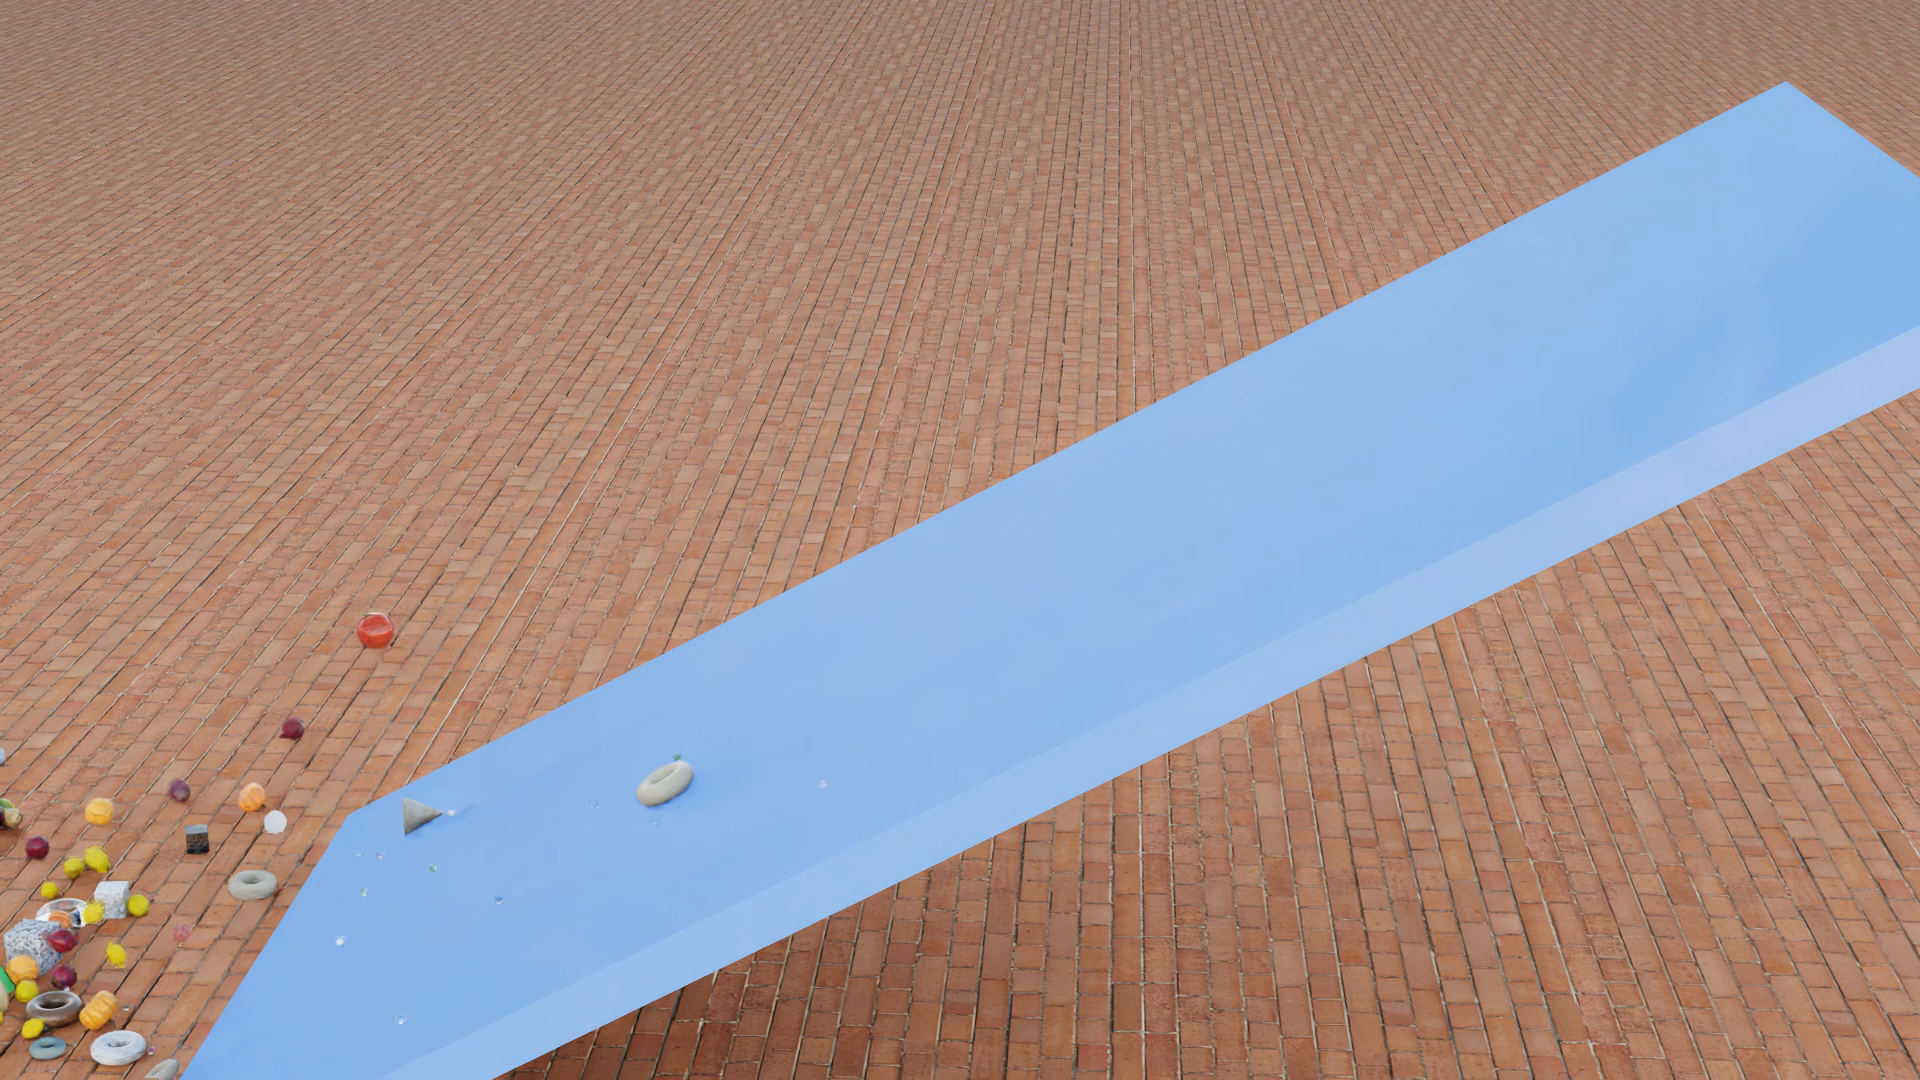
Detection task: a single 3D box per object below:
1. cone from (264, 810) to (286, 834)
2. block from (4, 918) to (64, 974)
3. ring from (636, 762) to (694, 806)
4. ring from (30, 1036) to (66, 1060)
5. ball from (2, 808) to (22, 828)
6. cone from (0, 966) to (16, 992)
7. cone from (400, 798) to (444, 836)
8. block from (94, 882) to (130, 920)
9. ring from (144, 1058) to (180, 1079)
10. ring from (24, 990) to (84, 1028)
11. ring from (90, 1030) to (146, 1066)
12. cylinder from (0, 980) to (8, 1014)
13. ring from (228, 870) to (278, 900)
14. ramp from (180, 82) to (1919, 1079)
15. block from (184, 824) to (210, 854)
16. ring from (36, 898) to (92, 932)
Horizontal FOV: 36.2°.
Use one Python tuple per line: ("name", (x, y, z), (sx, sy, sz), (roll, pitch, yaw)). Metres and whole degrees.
("cone", (-1.787, 0.745, 7.734), (0.063, 0.063, 0.063), (4, -9, 11))
("block", (-2.190, 0.961, 6.953), (0.093, 0.093, 0.093), (4, 18, 12))
("ring", (-0.629, 0.520, 6.285), (0.136, 0.045, 0.136), (-27, 15, 8))
("ring", (-2.027, 1.129, 6.536), (0.079, 0.026, 0.079), (0, 19, 0))
("ball", (-2.492, 0.733, 7.736), (0.051, 0.051, 0.051), (0, 18, 0))
("cone", (-2.233, 1.011, 6.834), (0.070, 0.070, 0.070), (0, 18, 0))
("cone", (-1.296, 0.663, 7.110), (0.098, 0.098, 0.098), (-8, 19, -9))
("block", (-2.083, 0.885, 7.230), (0.069, 0.069, 0.069), (-1, 18, -3))
("ring", (-1.711, 1.144, 6.305), (0.084, 0.028, 0.084), (-30, 15, 9))
("ring", (-2.062, 1.069, 6.696), (0.134, 0.045, 0.134), (1, 19, 0))
("ring", (-1.866, 1.126, 6.522), (0.121, 0.040, 0.121), (1, 18, 0))
("cylinder", (-2.229, 1.047, 6.679), (0.095, 0.095, 0.095), (14, 23, 38))
("ring", (-1.768, 0.862, 7.348), (0.122, 0.041, 0.122), (2, 20, -1))
("ramp", (0.141, 0.167, 6.282), (4.000, 0.100, 2.000), (-27, 14, 11))
("block", (-1.972, 0.773, 7.602), (0.055, 0.055, 0.055), (-5, 18, -15))
("ring", (-2.186, 0.915, 7.177), (0.132, 0.044, 0.132), (0, 19, 0))
